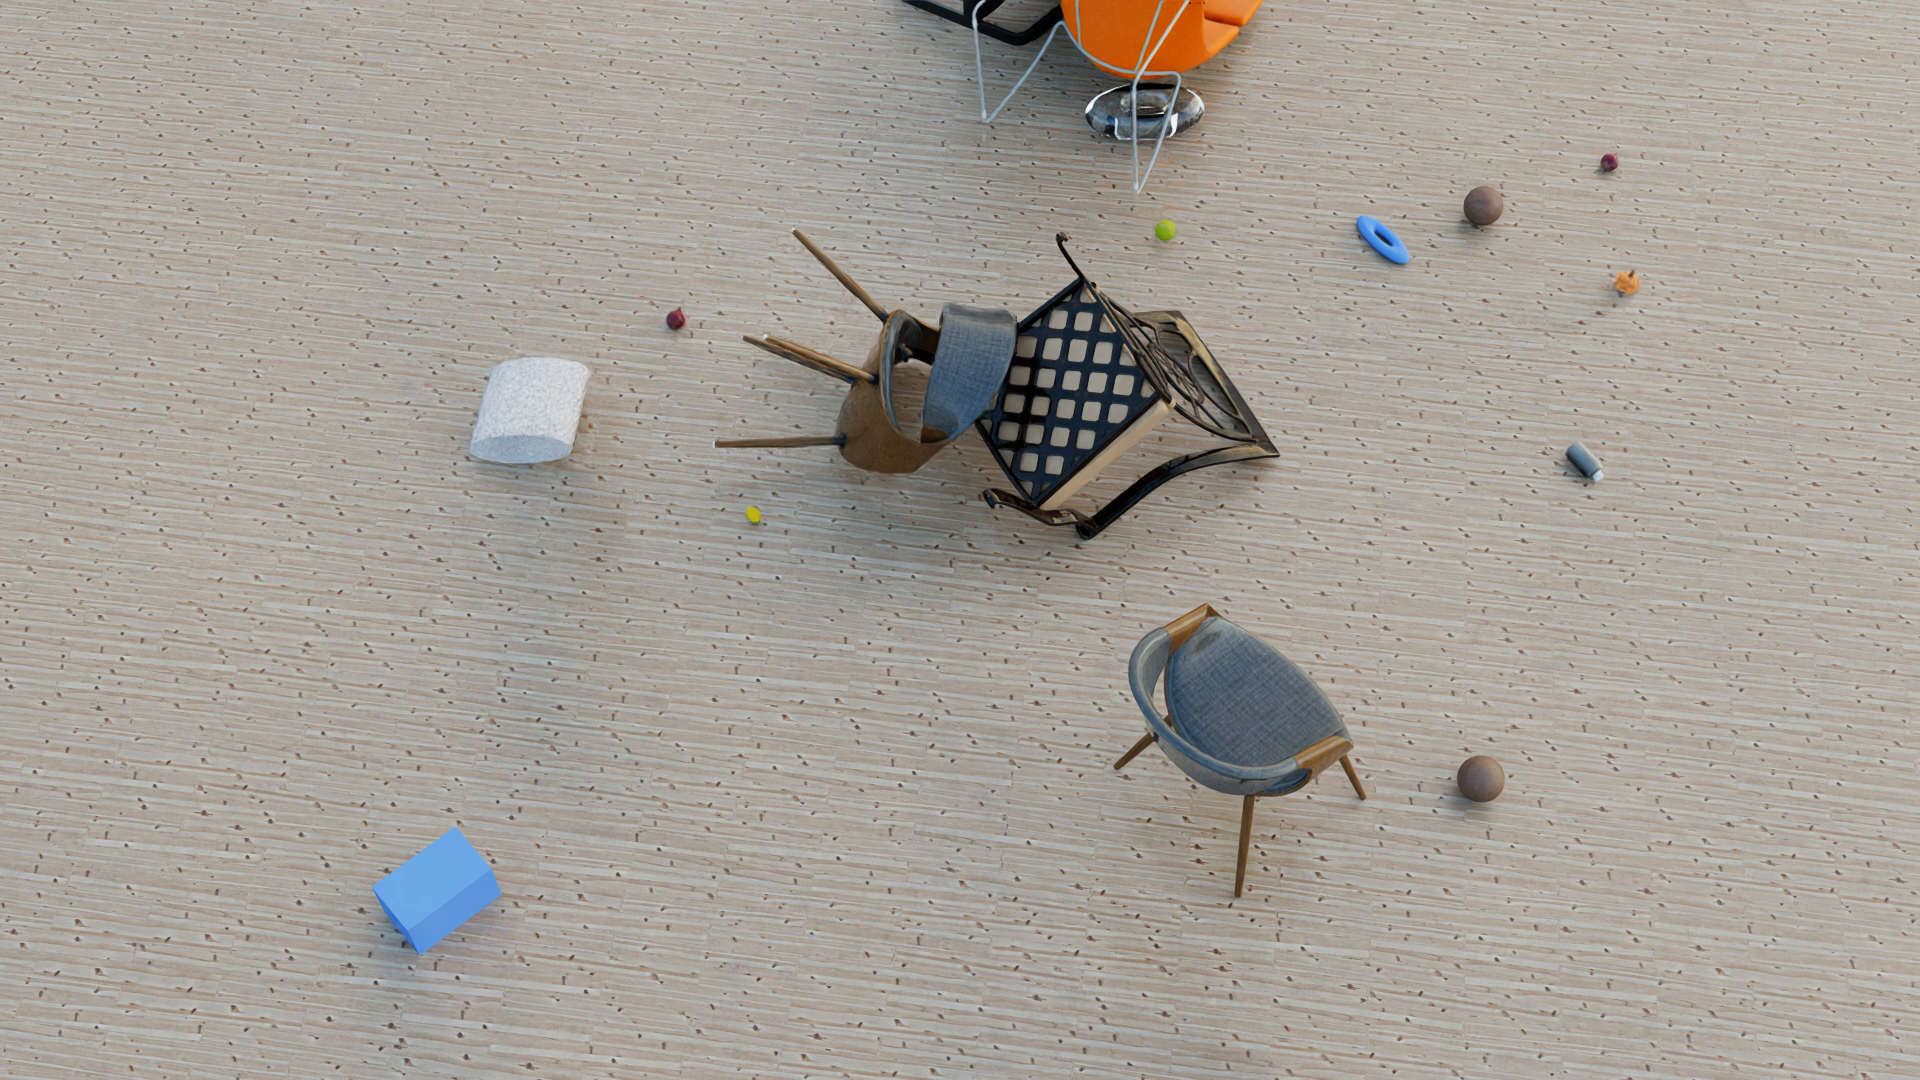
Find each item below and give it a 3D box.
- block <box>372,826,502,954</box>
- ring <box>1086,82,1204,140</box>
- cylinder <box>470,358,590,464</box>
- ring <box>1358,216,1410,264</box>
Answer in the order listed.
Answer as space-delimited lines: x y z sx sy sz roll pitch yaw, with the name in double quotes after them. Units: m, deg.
-1.390 0.933 5.852 0.265 0.158 0.166 -37 63 -22 "block"
0.630 -1.459 7.492 0.408 0.104 0.220 -4 58 -2 "ring"
-1.318 -0.397 6.746 0.329 0.146 0.296 -2 55 13 "cylinder"
1.387 -0.986 7.213 0.086 0.039 0.242 -30 61 -20 "ring"
